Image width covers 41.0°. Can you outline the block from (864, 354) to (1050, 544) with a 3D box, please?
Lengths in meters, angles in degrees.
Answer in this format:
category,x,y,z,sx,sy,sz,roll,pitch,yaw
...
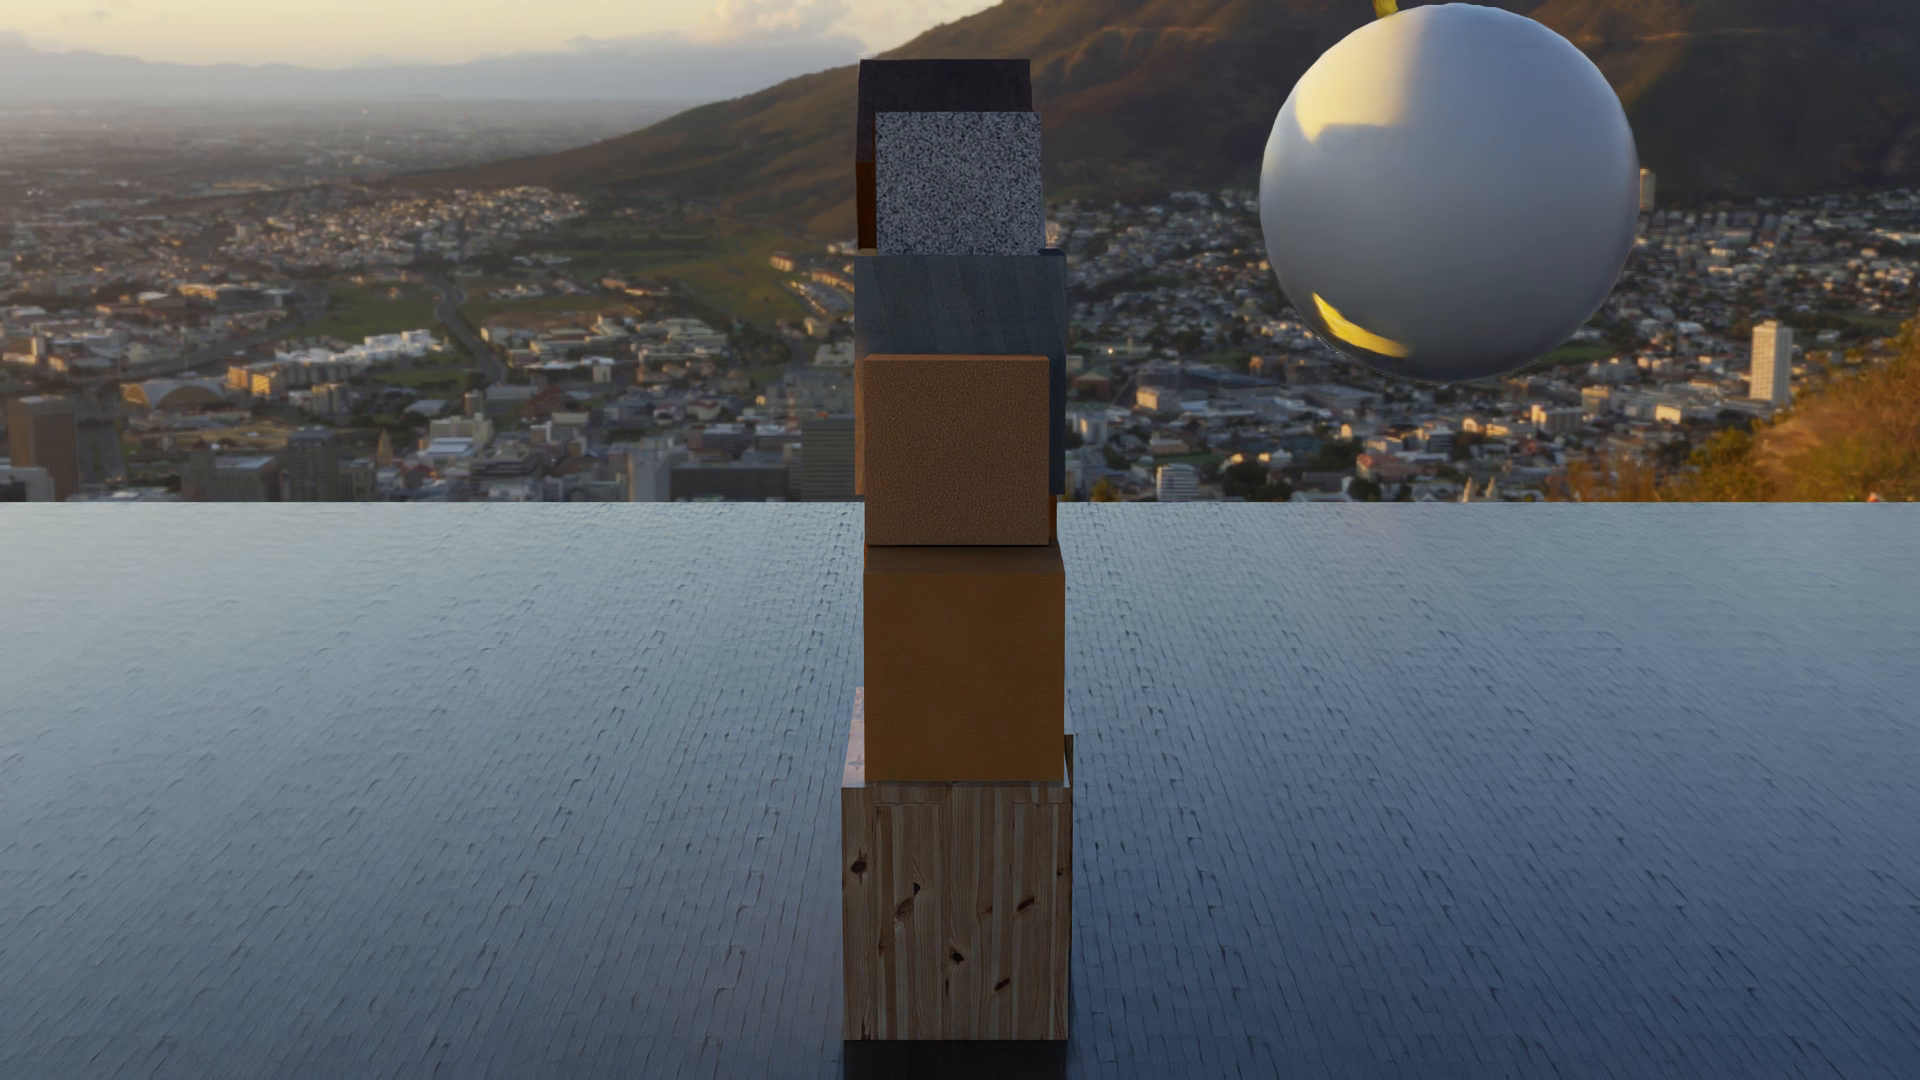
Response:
category,x,y,z,sx,sy,sz,roll,pitch,yaw
block,-0.012,-0.365,10.011,0.699,0.698,0.626,0,6,0

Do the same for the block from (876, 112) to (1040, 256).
category,x,y,z,sx,sy,sz,roll,pitch,yaw
block,-0.003,-1.471,10.562,0.656,0.568,0.645,0,9,1

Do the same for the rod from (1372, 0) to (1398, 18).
category,x,y,z,sx,sy,sz,roll,pitch,yaw
rod,0.899,-4.607,10.343,0.080,5.200,0.080,-20,10,4

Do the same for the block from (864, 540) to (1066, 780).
category,x,y,z,sx,sy,sz,roll,pitch,yaw
block,0.015,0.438,9.634,0.727,0.768,0.697,0,10,0

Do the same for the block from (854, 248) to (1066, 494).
category,x,y,z,sx,sy,sz,roll,pitch,yaw
block,0.001,-0.716,10.675,0.847,0.959,0.766,0,9,0

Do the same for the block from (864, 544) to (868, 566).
category,x,y,z,sx,sy,sz,roll,pitch,yaw
block,-0.013,0.331,10.362,0.721,0.734,0.724,0,8,0

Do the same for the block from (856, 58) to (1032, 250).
category,x,y,z,sx,sy,sz,roll,pitch,yaw
block,-0.067,-1.603,11.484,0.763,0.775,0.795,0,44,0

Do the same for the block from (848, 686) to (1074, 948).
category,x,y,z,sx,sy,sz,roll,pitch,yaw
block,0.005,1.147,10.750,0.899,0.897,0.811,0,10,0

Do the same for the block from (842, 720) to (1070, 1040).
category,x,y,z,sx,sy,sz,roll,pitch,yaw
block,-0.016,1.278,9.848,0.826,0.961,0.991,0,10,0

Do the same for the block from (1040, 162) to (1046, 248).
category,x,y,z,sx,sy,sz,roll,pitch,yaw
block,0.008,-1.245,12.247,0.775,0.762,0.826,-1,43,0

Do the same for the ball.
category,x,y,z,sx,sy,sz,roll,pitch,yaw
ball,2.074,-1.468,10.913,1.600,1.600,1.600,0,10,0

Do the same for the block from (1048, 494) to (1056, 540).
category,x,y,z,sx,sy,sz,roll,pitch,yaw
block,0.005,0.164,11.110,0.793,0.914,0.797,0,9,0
